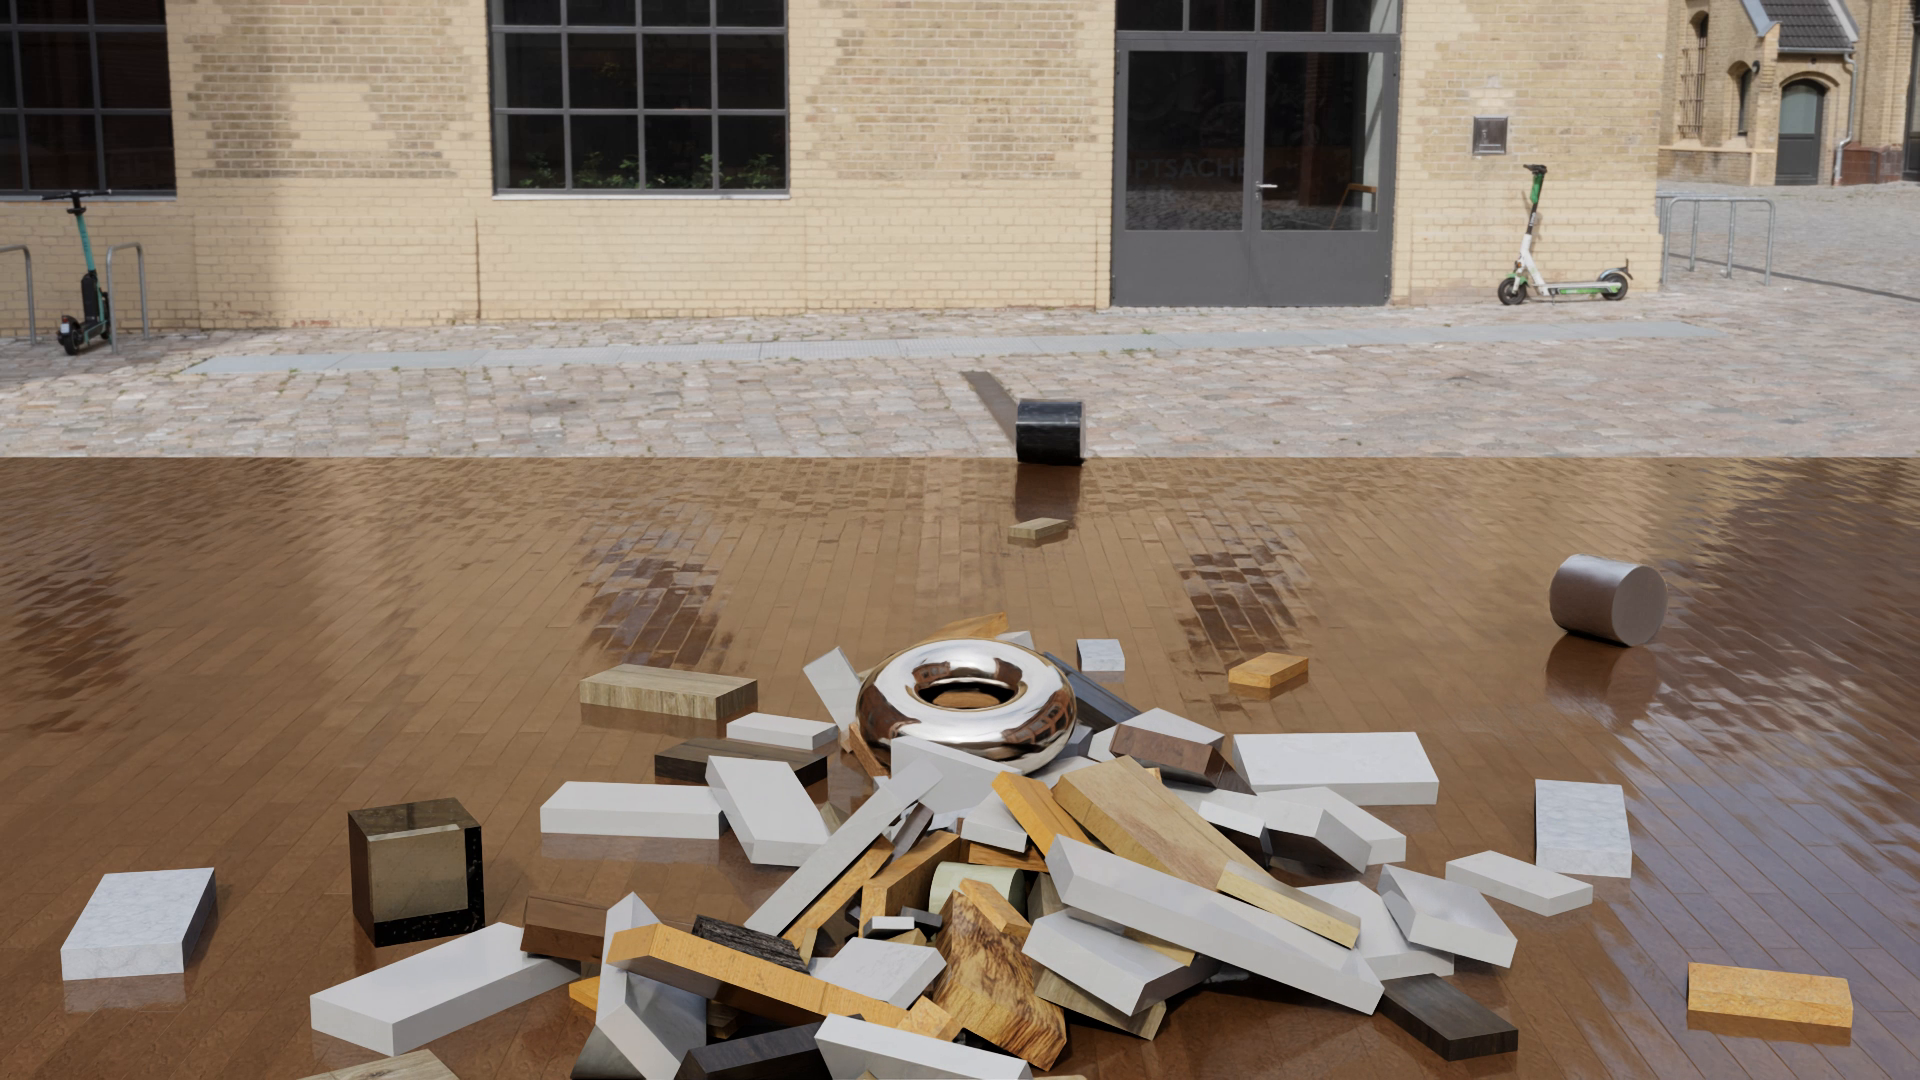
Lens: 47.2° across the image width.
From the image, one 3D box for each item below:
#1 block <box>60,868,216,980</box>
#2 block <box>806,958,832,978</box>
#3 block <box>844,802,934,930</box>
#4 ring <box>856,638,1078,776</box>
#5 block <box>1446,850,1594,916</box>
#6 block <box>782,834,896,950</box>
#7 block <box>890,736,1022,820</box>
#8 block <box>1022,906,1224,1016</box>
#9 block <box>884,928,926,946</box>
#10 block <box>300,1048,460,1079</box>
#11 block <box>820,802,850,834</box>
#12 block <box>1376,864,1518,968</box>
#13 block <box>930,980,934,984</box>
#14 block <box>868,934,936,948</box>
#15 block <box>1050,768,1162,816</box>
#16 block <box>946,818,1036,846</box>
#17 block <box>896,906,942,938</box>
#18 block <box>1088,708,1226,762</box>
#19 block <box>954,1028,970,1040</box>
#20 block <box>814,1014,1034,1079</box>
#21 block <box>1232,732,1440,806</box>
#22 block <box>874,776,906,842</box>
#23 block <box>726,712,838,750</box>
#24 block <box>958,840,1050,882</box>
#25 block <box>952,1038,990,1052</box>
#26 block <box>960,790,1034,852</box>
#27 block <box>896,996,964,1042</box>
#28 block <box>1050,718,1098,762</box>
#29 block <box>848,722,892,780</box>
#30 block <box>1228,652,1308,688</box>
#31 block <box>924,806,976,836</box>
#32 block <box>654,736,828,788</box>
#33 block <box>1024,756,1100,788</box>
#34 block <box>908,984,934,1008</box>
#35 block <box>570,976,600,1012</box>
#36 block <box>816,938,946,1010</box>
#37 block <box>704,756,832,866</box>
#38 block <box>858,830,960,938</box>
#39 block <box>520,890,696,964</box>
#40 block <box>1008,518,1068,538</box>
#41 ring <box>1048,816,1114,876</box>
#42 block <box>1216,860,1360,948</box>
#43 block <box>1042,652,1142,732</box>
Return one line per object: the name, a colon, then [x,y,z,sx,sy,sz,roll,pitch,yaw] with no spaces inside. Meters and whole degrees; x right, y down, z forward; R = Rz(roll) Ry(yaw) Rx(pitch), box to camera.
block: [-1.291,0.602,3.472,0.173,0.049,0.346,-2,11,-10]
block: [-0.179,0.661,3.203,0.104,0.030,0.209,1,11,3]
block: [-0.112,0.517,3.484,0.029,0.206,0.103,33,-17,7]
ring: [0.012,0.326,4.248,0.430,0.143,0.430,0,26,0]
block: [0.933,0.573,3.676,0.110,0.031,0.221,-7,13,-34]
block: [-0.190,0.547,3.395,0.029,0.206,0.103,45,21,2]
block: [-0.009,0.459,3.956,0.043,0.153,0.305,-9,14,-41]
block: [0.246,0.588,3.176,0.179,0.051,0.358,27,11,24]
block: [-0.103,0.618,3.108,0.081,0.023,0.162,-25,19,22]
block: [-0.802,0.731,2.780,0.332,0.047,0.166,-7,13,-33]
block: [-0.188,0.517,3.853,0.090,0.026,0.181,36,1,-17]
block: [0.752,0.580,3.418,0.155,0.044,0.310,15,6,1]
block: [-0.064,0.634,3.237,0.081,0.023,0.162,-2,-6,1]
block: [-0.054,0.612,3.294,0.104,0.030,0.209,-3,-7,36]
block: [0.215,0.463,3.794,0.165,0.047,0.329,-3,-19,-17]
block: [0.052,0.504,3.692,0.139,0.039,0.277,7,-12,-3]
block: [-0.064,0.566,3.257,0.060,0.017,0.121,14,-19,-3]
block: [0.394,0.408,4.376,0.157,0.044,0.313,21,16,25]
block: [-0.016,0.679,3.057,0.056,0.016,0.112,1,-6,5]
block: [-0.032,0.663,2.672,0.279,0.140,0.040,6,42,30]
block: [0.715,0.439,4.211,0.358,0.051,0.179,0,26,-4]
block: [-0.127,0.493,3.945,0.026,0.090,0.181,-2,11,-12]
block: [-0.372,0.400,4.611,0.209,0.030,0.104,5,12,27]
block: [0.062,0.523,3.586,0.139,0.039,0.277,8,-13,-7]
block: [-0.011,0.689,2.938,0.083,0.023,0.166,-3,-5,7]
block: [0.078,0.449,3.523,0.103,0.029,0.206,12,10,13]
block: [-0.075,0.675,2.850,0.166,0.023,0.083,-50,28,-12]
block: [0.202,0.396,4.580,0.175,0.049,0.349,3,11,16]
block: [-0.023,0.390,4.335,0.353,0.050,0.176,-11,28,-18]
block: [0.722,0.303,5.134,0.104,0.030,0.209,7,13,33]
block: [0.011,0.498,3.834,0.090,0.026,0.181,20,-25,-34]
block: [-0.432,0.445,4.332,0.305,0.043,0.153,6,12,27]
block: [0.142,0.478,4.138,0.349,0.049,0.175,-8,13,-35]
block: [-0.038,0.649,3.155,0.081,0.023,0.162,-2,-5,5]
block: [-0.505,0.667,3.202,0.068,0.019,0.135,-9,14,-39]
block: [-0.118,0.609,3.073,0.104,0.029,0.208,-43,20,-31]
block: [-0.342,0.485,3.953,0.153,0.043,0.415,7,12,-19]
block: [-0.079,0.562,3.432,0.039,0.139,0.277,11,14,22]
block: [-0.510,0.598,3.321,0.297,0.042,0.148,12,8,-11]
block: [0.248,-0.038,6.971,0.101,0.029,0.203,7,13,33]
ring: [0.275,0.519,3.619,0.306,0.102,0.306,-1,9,0]
block: [0.497,0.548,3.319,0.217,0.031,0.108,23,4,10]
block: [0.268,0.336,4.568,0.275,0.039,0.138,33,18,9]
